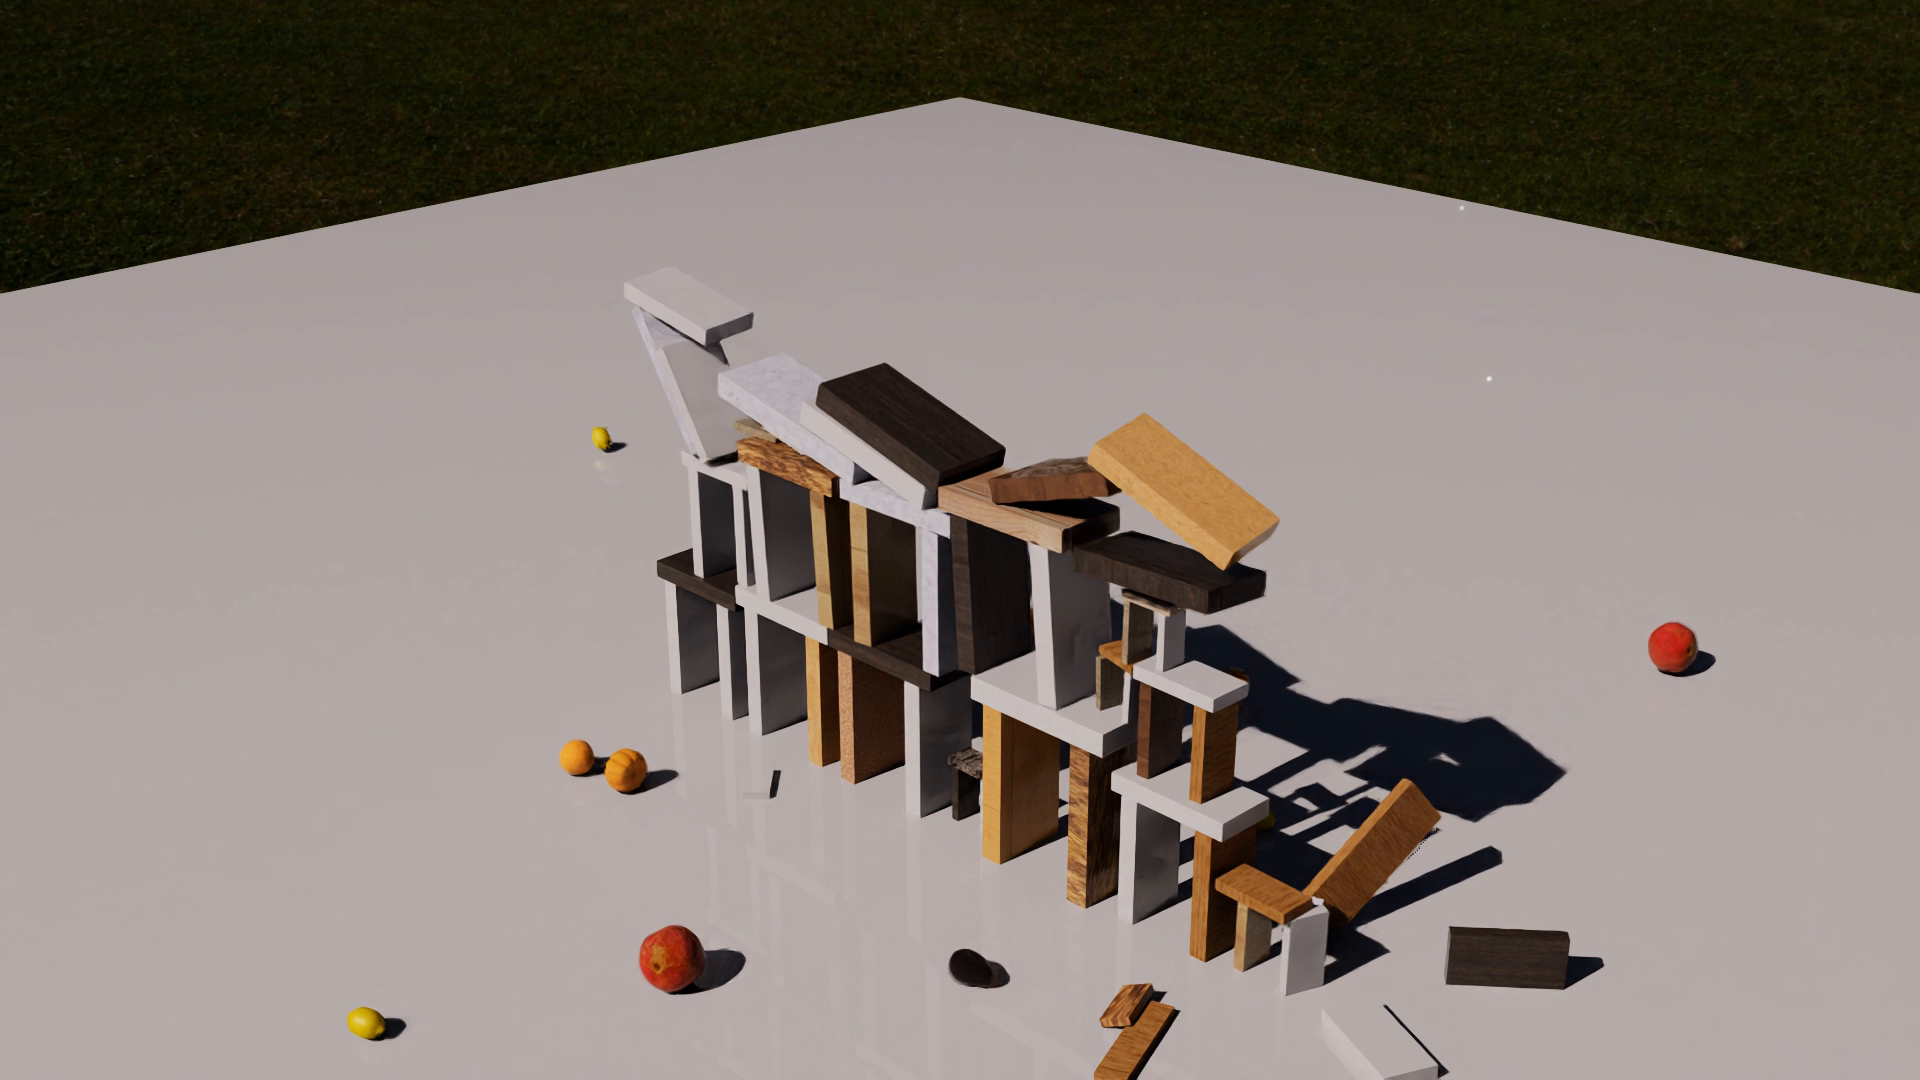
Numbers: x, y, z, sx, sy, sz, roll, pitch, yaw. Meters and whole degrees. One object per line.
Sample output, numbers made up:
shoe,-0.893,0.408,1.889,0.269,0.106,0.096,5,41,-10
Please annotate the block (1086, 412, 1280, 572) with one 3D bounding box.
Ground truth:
block,0.382,-0.085,3.766,0.308,0.044,0.154,40,43,18

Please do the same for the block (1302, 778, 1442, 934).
block,0.760,0.582,4.059,0.292,0.103,0.029,-46,24,-10

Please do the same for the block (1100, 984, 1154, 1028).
block,0.290,0.807,3.815,0.056,0.016,0.112,-11,15,30

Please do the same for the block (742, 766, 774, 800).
block,-0.417,0.502,4.557,0.056,0.016,0.112,0,23,1

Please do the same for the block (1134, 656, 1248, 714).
block,0.408,0.249,3.898,0.094,0.027,0.188,-20,30,-39

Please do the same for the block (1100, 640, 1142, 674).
block,0.303,0.213,4.001,0.051,0.015,0.103,-13,26,-28

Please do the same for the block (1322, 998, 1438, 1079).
block,0.708,0.851,3.717,0.103,0.029,0.206,-8,24,-19

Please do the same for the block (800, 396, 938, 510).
block,-0.129,-0.190,4.283,0.175,0.050,0.350,-23,47,-41

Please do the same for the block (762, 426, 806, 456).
block,-0.336,-0.216,4.493,0.129,0.018,0.064,33,38,32

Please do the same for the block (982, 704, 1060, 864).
block,0.120,0.448,4.277,0.167,0.334,0.047,-21,31,-41

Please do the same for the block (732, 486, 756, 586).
block,-0.424,-0.023,4.672,0.032,0.223,0.112,20,30,41

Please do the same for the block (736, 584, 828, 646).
block,-0.322,0.137,4.635,0.147,0.042,0.293,-21,31,-41

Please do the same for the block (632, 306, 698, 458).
block,-0.573,-0.355,4.697,0.131,0.340,0.037,-20,-6,-32

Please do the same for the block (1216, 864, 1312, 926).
block,0.534,0.622,3.867,0.078,0.022,0.156,-20,30,-39

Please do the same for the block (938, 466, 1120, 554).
block,0.126,-0.059,4.059,0.158,0.045,0.315,-21,30,-40

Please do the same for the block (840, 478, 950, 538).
block,-0.075,-0.084,4.270,0.301,0.043,0.150,20,30,39

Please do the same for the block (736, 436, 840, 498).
block,-0.305,-0.163,4.482,0.146,0.041,0.292,-21,31,-40

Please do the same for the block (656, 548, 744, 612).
block,-0.528,0.082,4.828,0.270,0.038,0.135,21,31,41

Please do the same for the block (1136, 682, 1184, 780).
block,0.363,0.330,3.981,0.027,0.188,0.094,21,31,41

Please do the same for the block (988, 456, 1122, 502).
block,0.210,-0.112,3.948,0.154,0.044,0.308,-19,11,-38

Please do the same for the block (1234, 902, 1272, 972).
block,0.527,0.689,3.938,0.022,0.156,0.078,22,32,40

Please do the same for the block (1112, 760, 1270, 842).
block,0.414,0.458,3.968,0.130,0.037,0.260,-21,31,-40

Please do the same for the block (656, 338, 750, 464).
block,-0.531,-0.301,4.655,0.130,0.261,0.037,-20,-7,-30

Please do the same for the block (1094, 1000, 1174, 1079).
block,0.297,0.853,3.731,0.056,0.016,0.232,10,25,23

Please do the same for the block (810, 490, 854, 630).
block,-0.229,0.021,4.479,0.041,0.292,0.146,16,28,41

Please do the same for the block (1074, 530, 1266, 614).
block,0.364,0.054,3.840,0.154,0.044,0.308,-15,24,-42

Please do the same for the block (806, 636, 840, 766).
block,-0.253,0.318,4.636,0.042,0.293,0.147,21,31,41

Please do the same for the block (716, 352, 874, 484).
block,-0.289,-0.248,4.427,0.175,0.050,0.412,-23,44,-40

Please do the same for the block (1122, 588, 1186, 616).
block,0.347,0.104,3.897,0.056,0.016,0.113,-21,31,-40

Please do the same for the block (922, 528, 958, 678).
block,-0.004,0.101,4.276,0.043,0.301,0.150,21,31,41

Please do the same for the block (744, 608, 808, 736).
block,-0.391,0.264,4.764,0.147,0.293,0.042,-21,31,-41

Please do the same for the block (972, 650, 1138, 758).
block,0.198,0.303,4.130,0.334,0.047,0.167,21,31,41

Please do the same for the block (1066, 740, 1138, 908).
block,0.278,0.510,4.132,0.047,0.334,0.167,21,31,41

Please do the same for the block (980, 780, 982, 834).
block,0.068,0.523,4.376,0.017,0.120,0.060,21,31,41

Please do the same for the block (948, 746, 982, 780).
block,0.040,0.449,4.375,0.120,0.017,0.060,21,31,41

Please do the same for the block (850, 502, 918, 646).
block,-0.151,0.046,4.405,0.043,0.301,0.150,15,27,35

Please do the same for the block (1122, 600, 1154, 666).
block,0.320,0.159,3.949,0.056,0.126,0.016,-14,27,-30

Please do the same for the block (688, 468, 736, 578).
block,-0.530,-0.052,4.773,0.032,0.250,0.112,21,31,41

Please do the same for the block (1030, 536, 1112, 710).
block,0.207,0.137,4.054,0.157,0.315,0.045,-21,26,-40

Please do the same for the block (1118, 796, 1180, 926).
block,0.353,0.572,4.080,0.037,0.260,0.130,21,31,41

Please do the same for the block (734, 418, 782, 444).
block,-0.401,-0.230,4.561,0.129,0.018,0.064,19,30,41

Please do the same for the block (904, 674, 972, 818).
block,-0.043,0.400,4.441,0.147,0.294,0.042,-21,31,-41

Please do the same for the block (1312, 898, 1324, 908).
block,0.622,0.702,3.980,0.056,0.113,0.016,7,-14,16

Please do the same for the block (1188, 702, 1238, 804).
block,0.450,0.365,3.898,0.027,0.188,0.094,22,31,40

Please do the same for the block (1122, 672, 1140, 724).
block,0.321,0.279,3.995,0.051,0.103,0.015,-18,31,-36

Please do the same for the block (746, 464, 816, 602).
block,-0.367,-0.033,4.603,0.146,0.293,0.041,-21,27,-41

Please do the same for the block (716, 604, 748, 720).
block,-0.464,0.248,4.830,0.038,0.270,0.135,21,31,41

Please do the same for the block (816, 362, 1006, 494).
block,-0.097,-0.219,4.247,0.175,0.050,0.350,-22,46,-40

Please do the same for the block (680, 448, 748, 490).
block,-0.478,-0.161,4.671,0.112,0.032,0.223,-21,31,-41

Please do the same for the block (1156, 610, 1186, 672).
block,0.374,0.173,3.898,0.056,0.113,0.016,-20,30,-39

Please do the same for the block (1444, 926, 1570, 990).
block,0.966,0.739,3.887,0.206,0.103,0.029,2,23,4

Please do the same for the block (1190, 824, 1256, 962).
block,0.475,0.620,3.968,0.130,0.260,0.037,-21,31,-40

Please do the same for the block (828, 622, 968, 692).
block,-0.112,0.218,4.440,0.294,0.042,0.147,21,31,40

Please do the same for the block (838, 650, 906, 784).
block,-0.182,0.346,4.569,0.147,0.294,0.042,-21,31,-41

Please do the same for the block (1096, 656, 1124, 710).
block,0.275,0.258,4.044,0.051,0.103,0.015,-13,24,-29

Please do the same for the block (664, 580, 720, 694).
block,-0.592,0.199,4.947,0.038,0.270,0.135,21,31,41

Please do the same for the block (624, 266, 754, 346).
block,-0.572,-0.494,4.622,0.261,0.037,0.130,32,41,32

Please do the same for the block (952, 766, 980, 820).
block,0.011,0.501,4.428,0.017,0.120,0.060,21,31,41

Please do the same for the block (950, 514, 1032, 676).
block,0.061,0.083,4.191,0.157,0.315,0.045,-21,27,-40

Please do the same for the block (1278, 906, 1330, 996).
block,0.604,0.721,3.862,0.078,0.156,0.022,-10,25,-22
